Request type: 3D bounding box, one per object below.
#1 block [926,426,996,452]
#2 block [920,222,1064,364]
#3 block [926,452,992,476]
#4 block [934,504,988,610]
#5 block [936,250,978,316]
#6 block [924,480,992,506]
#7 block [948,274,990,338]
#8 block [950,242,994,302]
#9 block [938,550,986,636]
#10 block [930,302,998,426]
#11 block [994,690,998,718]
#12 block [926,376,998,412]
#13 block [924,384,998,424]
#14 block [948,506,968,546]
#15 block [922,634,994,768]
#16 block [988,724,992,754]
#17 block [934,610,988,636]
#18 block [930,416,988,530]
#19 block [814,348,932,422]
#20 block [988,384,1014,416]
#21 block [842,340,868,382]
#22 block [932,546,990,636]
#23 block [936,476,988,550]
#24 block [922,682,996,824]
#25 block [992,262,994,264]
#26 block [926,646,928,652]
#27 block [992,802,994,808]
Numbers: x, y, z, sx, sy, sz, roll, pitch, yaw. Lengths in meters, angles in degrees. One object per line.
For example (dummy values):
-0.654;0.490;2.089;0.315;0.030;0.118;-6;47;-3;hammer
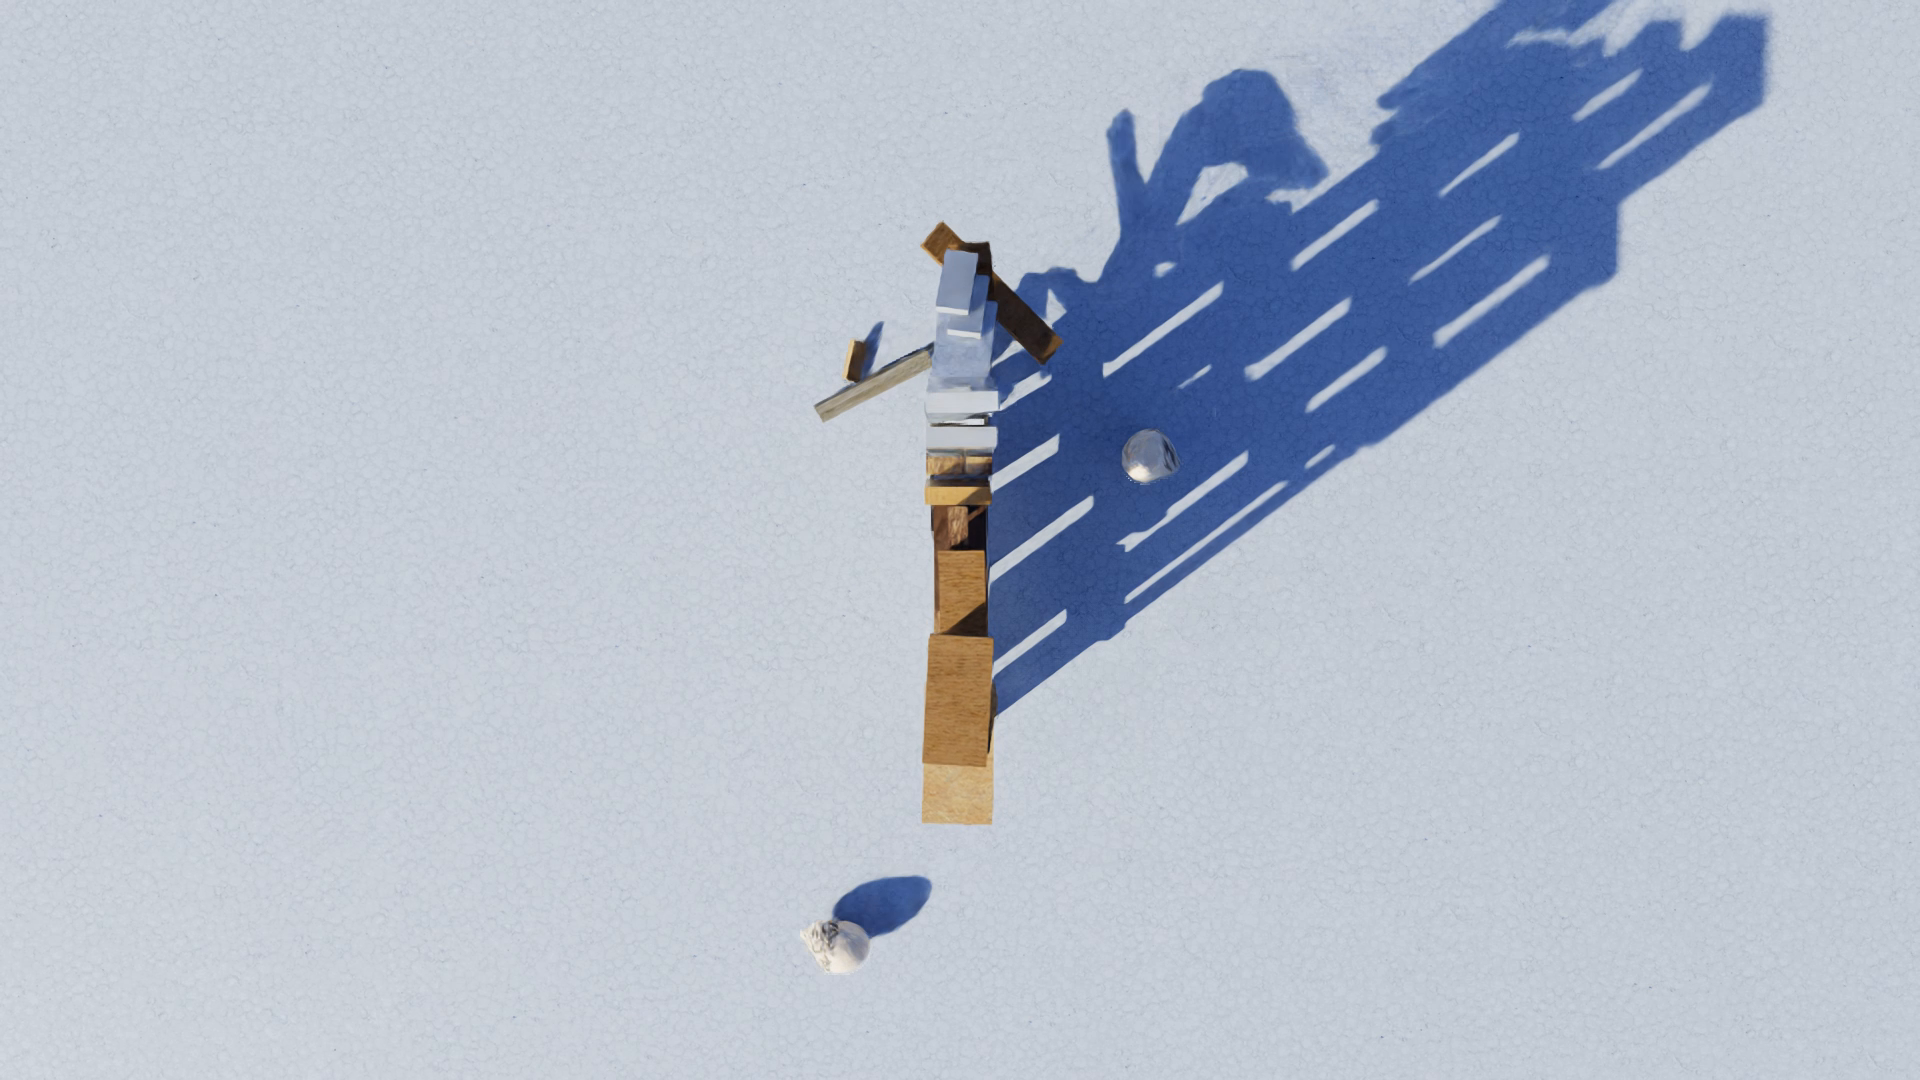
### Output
0.002;-0.243;4.023;0.166;0.331;0.047;-1;91;0;block
0.105;-0.772;5.188;0.553;0.028;0.098;42;83;-21;block
-0.001;-0.224;4.372;0.168;0.336;0.048;0;102;0;block
0.002;0.044;4.201;0.134;0.038;0.268;0;90;0;block
-0.008;-0.756;4.834;0.098;0.028;0.196;8;67;4;block
-0.006;-0.126;4.320;0.168;0.336;0.048;0;95;0;block
0.026;-0.688;4.835;0.098;0.028;0.196;7;67;4;block
0.039;-0.764;4.932;0.121;0.034;0.242;-4;97;5;block
0.005;0.135;3.946;0.110;0.031;0.220;-1;91;0;block
0.006;-0.523;4.810;0.168;0.048;0.383;6;68;3;block
0.006;0.411;4.308;0.175;0.349;0.049;4;91;0;block
0.005;-0.352;3.969;0.166;0.331;0.047;-1;102;0;block
0.000;-0.367;4.355;0.166;0.331;0.047;-5;85;-5;block
-0.005;-0.035;4.079;0.048;0.014;0.096;-2;90;0;block
-0.005;0.365;3.767;0.147;0.042;0.294;3;90;0;block
-0.002;0.457;3.936;0.147;0.294;0.042;5;92;0;block
0.002;0.179;4.568;0.147;0.042;0.294;0;90;0;block
-0.002;-0.197;4.838;0.169;0.048;0.338;0;90;0;block
-0.285;-0.513;5.472;0.417;0.019;0.067;-27;128;0;block
0.133;-0.451;5.335;0.019;0.133;0.067;40;67;-1;block
-0.349;-0.593;5.468;0.019;0.067;0.133;12;90;37;block
0.004;0.194;5.122;0.176;0.050;0.352;0;90;0;block
0.003;-0.083;4.509;0.142;0.040;0.284;0;90;0;block
-0.003;0.529;4.109;0.175;0.049;0.349;1;90;0;block
0.009;-0.625;5.059;0.121;0.034;0.474;11;111;7;block
-0.002;0.271;4.015;0.147;0.454;0.042;-2;88;0;block
-0.002;0.644;4.385;0.175;0.499;0.049;0;91;0;block
